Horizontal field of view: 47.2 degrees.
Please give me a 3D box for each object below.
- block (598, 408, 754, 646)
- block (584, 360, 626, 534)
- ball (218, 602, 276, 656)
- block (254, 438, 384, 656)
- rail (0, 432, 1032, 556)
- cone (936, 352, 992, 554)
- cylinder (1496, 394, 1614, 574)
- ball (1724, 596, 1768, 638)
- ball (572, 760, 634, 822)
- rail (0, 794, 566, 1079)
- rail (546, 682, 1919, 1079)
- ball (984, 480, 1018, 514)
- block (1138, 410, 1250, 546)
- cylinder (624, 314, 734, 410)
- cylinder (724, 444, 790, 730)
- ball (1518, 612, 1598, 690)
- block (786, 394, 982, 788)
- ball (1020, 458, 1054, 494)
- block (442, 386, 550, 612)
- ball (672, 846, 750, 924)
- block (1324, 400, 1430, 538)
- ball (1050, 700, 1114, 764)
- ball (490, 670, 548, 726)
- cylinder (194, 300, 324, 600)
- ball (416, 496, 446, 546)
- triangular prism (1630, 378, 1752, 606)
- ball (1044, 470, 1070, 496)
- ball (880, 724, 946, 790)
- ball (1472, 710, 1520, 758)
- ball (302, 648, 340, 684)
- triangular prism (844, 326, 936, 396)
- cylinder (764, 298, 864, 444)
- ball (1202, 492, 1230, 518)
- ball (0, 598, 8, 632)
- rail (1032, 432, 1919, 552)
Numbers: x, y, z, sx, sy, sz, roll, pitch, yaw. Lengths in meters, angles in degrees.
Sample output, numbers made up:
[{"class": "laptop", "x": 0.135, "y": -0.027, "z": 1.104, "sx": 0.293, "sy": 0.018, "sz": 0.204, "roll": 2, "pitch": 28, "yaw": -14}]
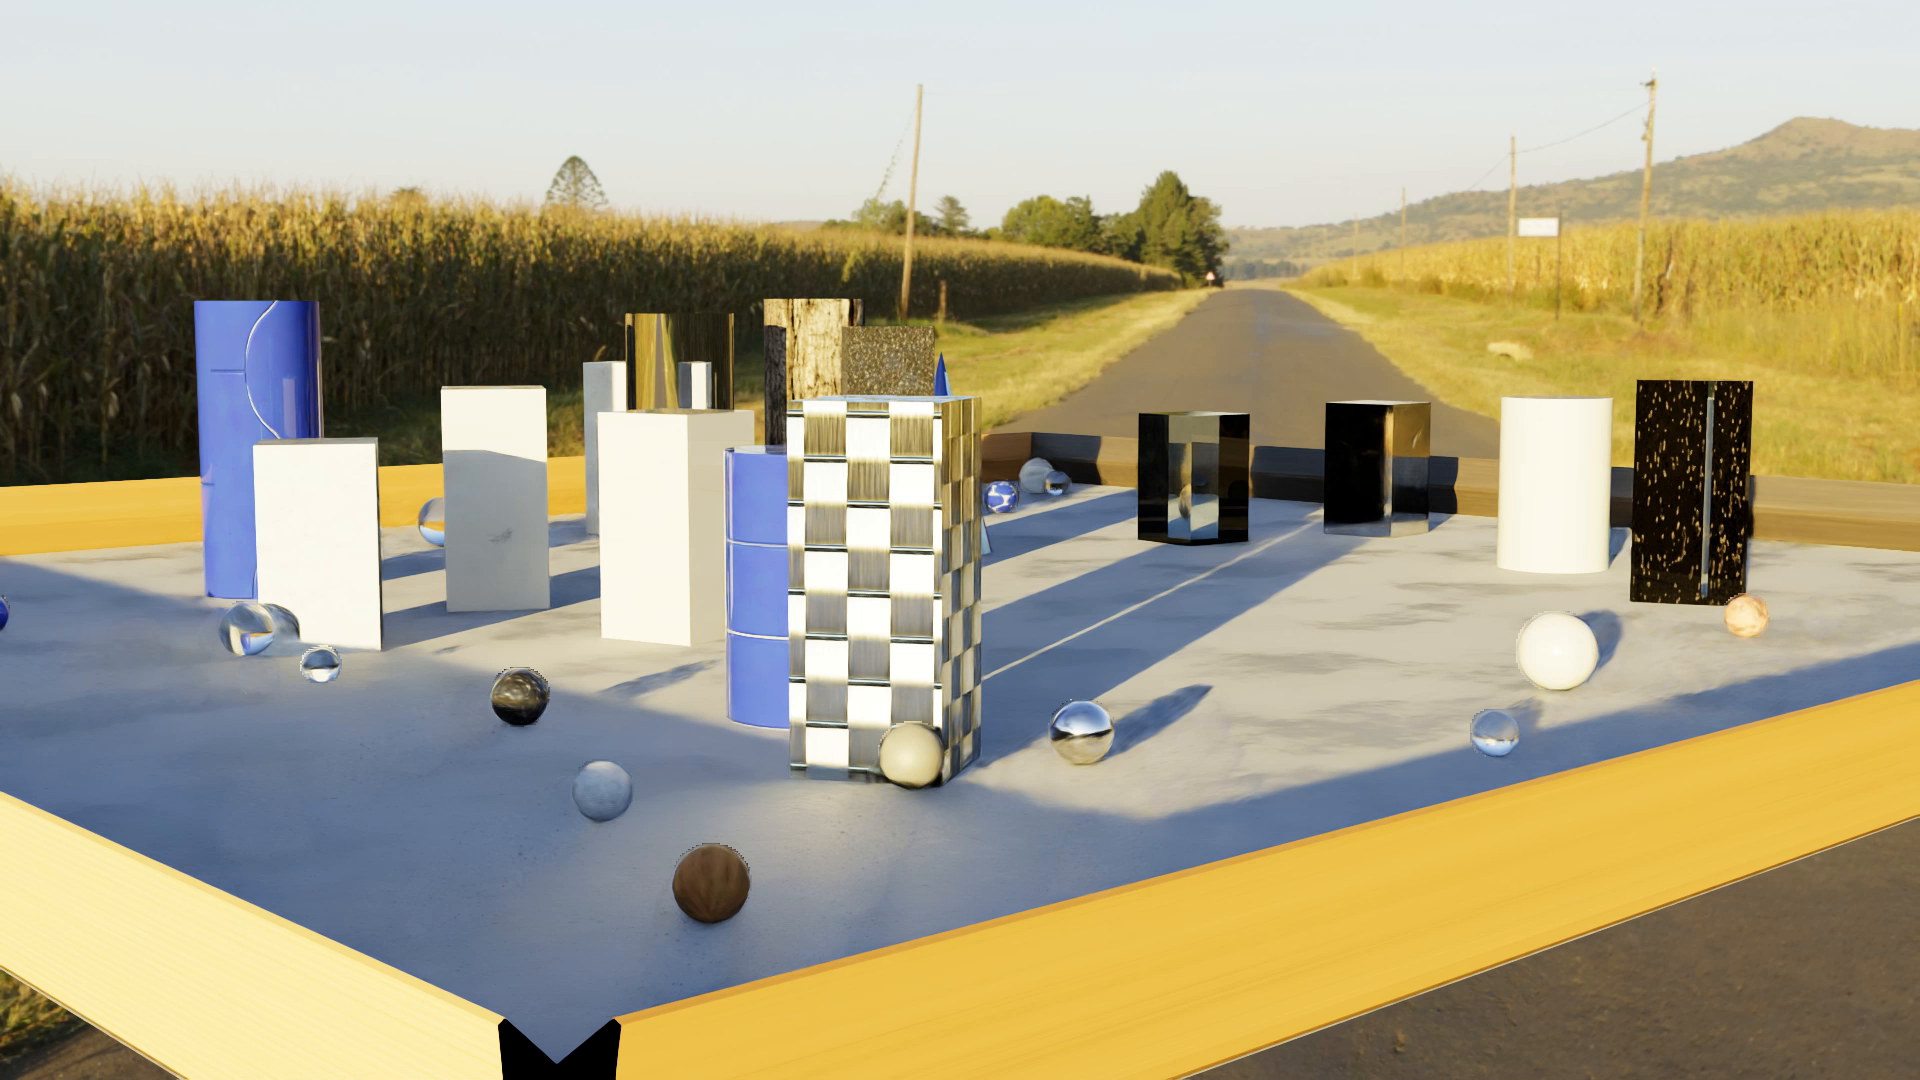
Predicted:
[{"class": "block", "x": -0.382, "y": -0.022, "z": 2.981, "sx": 0.149, "sy": 0.304, "sz": 0.149, "roll": 4, "pitch": 7, "yaw": 30}, {"class": "block", "x": -0.642, "y": -0.184, "z": 4.350, "sx": 0.149, "sy": 0.336, "sz": 0.149, "roll": 2, "pitch": 6, "yaw": 15}, {"class": "ball", "x": -0.899, "y": 0.113, "z": 2.772, "sx": 0.067, "sy": 0.067, "sz": 0.067, "roll": 0, "pitch": 6, "yaw": 0}, {"class": "block", "x": -0.840, "y": 0.005, "z": 2.888, "sx": 0.149, "sy": 0.269, "sz": 0.149, "roll": -1, "pitch": 6, "yaw": -13}, {"class": "rail", "x": -1.079, "y": -0.092, "z": 4.495, "sx": 3.482, "sy": 0.121, "sz": 0.045, "roll": -6, "pitch": 8, "yaw": -42}, {"class": "cone", "x": -0.034, "y": -0.161, "z": 3.996, "sx": 0.186, "sy": 0.365, "sz": 0.186, "roll": 0, "pitch": 6, "yaw": 0}, {"class": "cylinder", "x": 1.017, "y": -0.099, "z": 3.762, "sx": 0.186, "sy": 0.291, "sz": 0.186, "roll": 0, "pitch": 6, "yaw": 0}, {"class": "ball", "x": 1.062, "y": 0.103, "z": 2.971, "sx": 0.056, "sy": 0.056, "sz": 0.056, "roll": 0, "pitch": 6, "yaw": 0}, {"class": "ball", "x": -0.310, "y": 0.218, "z": 1.910, "sx": 0.052, "sy": 0.052, "sz": 0.052, "roll": 0, "pitch": 6, "yaw": 0}, {"class": "rail", "x": -1.262, "y": 0.154, "z": 2.174, "sx": 0.045, "sy": 0.121, "sz": 3.230, "roll": -6, "pitch": 8, "yaw": -42}, {"class": "rail", "x": 1.079, "y": 0.155, "z": 2.169, "sx": 3.482, "sy": 0.121, "sz": 0.045, "roll": -6, "pitch": 8, "yaw": -42}, {"class": "ball", "x": 0.088, "y": -0.092, "z": 4.736, "sx": 0.072, "sy": 0.072, "sz": 0.072, "roll": 0, "pitch": 6, "yaw": 0}, {"class": "block", "x": 0.444, "y": -0.120, "z": 4.188, "sx": 0.149, "sy": 0.243, "sz": 0.149, "roll": -5, "pitch": 8, "yaw": -37}, {"class": "cylinder", "x": -0.483, "y": -0.174, "z": 3.803, "sx": 0.186, "sy": 0.433, "sz": 0.186, "roll": 0, "pitch": 6, "yaw": 0}, {"class": "cylinder", "x": -0.163, "y": 0.046, "z": 2.395, "sx": 0.186, "sy": 0.291, "sz": 0.186, "roll": 0, "pitch": 6, "yaw": 0}, {"class": "ball", "x": 0.696, "y": 0.130, "z": 2.558, "sx": 0.091, "sy": 0.091, "sz": 0.091, "roll": 0, "pitch": 6, "yaw": 0}, {"class": "block", "x": -0.070, "y": 0.043, "z": 2.117, "sx": 0.149, "sy": 0.357, "sz": 0.149, "roll": 2, "pitch": 6, "yaw": 15}, {"class": "ball", "x": 0.184, "y": -0.152, "z": 5.240, "sx": 0.086, "sy": 0.086, "sz": 0.086, "roll": 0, "pitch": 6, "yaw": 0}, {"class": "block", "x": -0.695, "y": -0.066, "z": 3.291, "sx": 0.149, "sy": 0.324, "sz": 0.149, "roll": -1, "pitch": 6, "yaw": -12}, {"class": "ball", "x": -0.180, "y": 0.250, "z": 1.594, "sx": 0.056, "sy": 0.056, "sz": 0.056, "roll": 0, "pitch": 6, "yaw": 0}, {"class": "block", "x": 0.820, "y": -0.142, "z": 4.325, "sx": 0.149, "sy": 0.258, "sz": 0.149, "roll": 5, "pitch": 8, "yaw": 40}, {"class": "ball", "x": 0.119, "y": 0.188, "z": 2.147, "sx": 0.062, "sy": 0.062, "sz": 0.062, "roll": 0, "pitch": 6, "yaw": 0}, {"class": "ball", "x": -0.469, "y": 0.168, "z": 2.341, "sx": 0.061, "sy": 0.061, "sz": 0.061, "roll": 0, "pitch": 6, "yaw": 0}, {"class": "cylinder", "x": -1.087, "y": -0.144, "z": 3.424, "sx": 0.186, "sy": 0.453, "sz": 0.186, "roll": 0, "pitch": 6, "yaw": 0}, {"class": "ball", "x": -0.964, "y": -0.035, "z": 4.096, "sx": 0.093, "sy": 0.093, "sz": 0.093, "roll": 0, "pitch": 6, "yaw": 0}, {"class": "triangular prism", "x": 1.115, "y": -0.077, "z": 3.350, "sx": 0.161, "sy": 0.336, "sz": 0.140, "roll": 2, "pitch": 6, "yaw": 20}, {"class": "ball", "x": 0.230, "y": -0.134, "z": 5.186, "sx": 0.061, "sy": 0.061, "sz": 0.061, "roll": 0, "pitch": 6, "yaw": 0}, {"class": "ball", "x": -0.043, "y": 0.199, "z": 2.018, "sx": 0.060, "sy": 0.060, "sz": 0.060, "roll": 0, "pitch": 6, "yaw": 0}, {"class": "ball", "x": 0.531, "y": 0.192, "z": 2.180, "sx": 0.046, "sy": 0.046, "sz": 0.046, "roll": 0, "pitch": 6, "yaw": 0}, {"class": "ball", "x": -0.758, "y": 0.149, "z": 2.610, "sx": 0.042, "sy": 0.042, "sz": 0.042, "roll": 0, "pitch": 6, "yaw": 0}, {"class": "triangular prism", "x": -0.144, "y": -0.138, "z": 3.556, "sx": 0.161, "sy": 0.413, "sz": 0.140, "roll": -3, "pitch": 7, "yaw": -29}, {"class": "cylinder", "x": -0.268, "y": -0.216, "z": 4.071, "sx": 0.186, "sy": 0.458, "sz": 0.186, "roll": 0, "pitch": 6, "yaw": 0}, {"class": "ball", "x": 0.541, "y": -0.074, "z": 4.644, "sx": 0.057, "sy": 0.057, "sz": 0.057, "roll": 0, "pitch": 6, "yaw": 0}, {"class": "ball", "x": -1.317, "y": 0.101, "z": 2.966, "sx": 0.062, "sy": 0.062, "sz": 0.062, "roll": 0, "pitch": 6, "yaw": 0}, {"class": "rail", "x": 1.262, "y": -0.091, "z": 4.490, "sx": 0.045, "sy": 0.121, "sz": 3.230, "roll": -6, "pitch": 8, "yaw": -42}]
